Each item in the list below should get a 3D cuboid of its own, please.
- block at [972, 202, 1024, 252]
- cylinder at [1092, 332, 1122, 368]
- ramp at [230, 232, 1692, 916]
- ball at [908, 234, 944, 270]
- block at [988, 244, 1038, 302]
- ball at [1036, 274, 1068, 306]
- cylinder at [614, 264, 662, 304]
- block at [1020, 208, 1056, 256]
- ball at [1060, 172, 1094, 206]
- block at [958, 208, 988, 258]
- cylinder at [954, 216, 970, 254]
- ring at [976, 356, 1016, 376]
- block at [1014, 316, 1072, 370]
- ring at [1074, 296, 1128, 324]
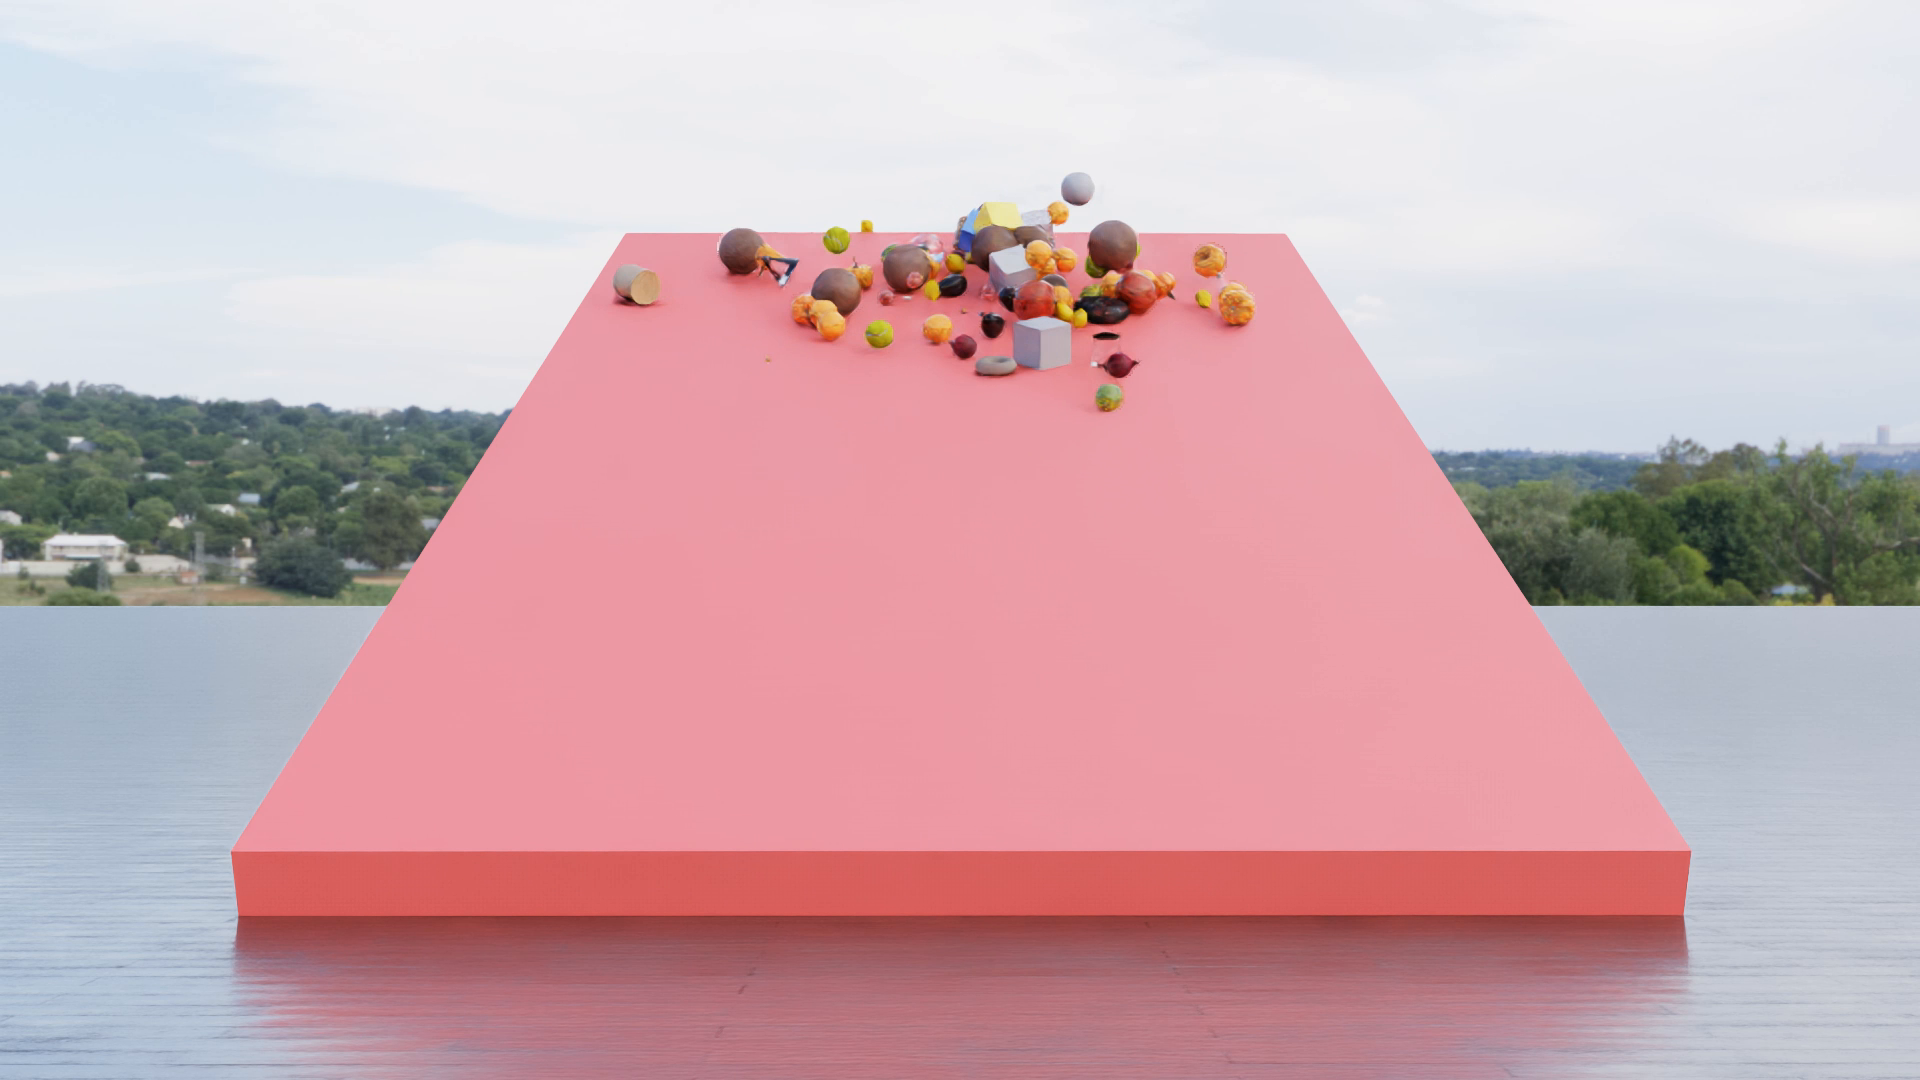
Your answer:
[{"bbox_3d":[0.107,-0.870,6.294,0.097,0.097,0.097,0,-37,-25],"label":"block"},{"bbox_3d":[0.352,-0.456,5.444,0.070,0.070,0.070,0,20,0],"label":"cylinder"},{"bbox_3d":[-0.005,-0.205,4.998,2.000,0.100,4.000,0,20,0],"label":"ramp"},{"bbox_3d":[-0.094,-0.811,6.360,0.099,0.099,0.099,0,-2,0],"label":"ball"},{"bbox_3d":[0.141,-0.712,6.048,0.095,0.095,0.095,-18,-40,-19],"label":"block"},{"bbox_3d":[0.244,-0.656,5.949,0.086,0.086,0.086,0,-2,0],"label":"ball"},{"bbox_3d":[-0.859,-0.681,6.024,0.093,0.093,0.093,1,16,-40],"label":"cylinder"},{"bbox_3d":[0.220,-0.893,6.571,0.093,0.093,0.093,-11,35,-1],"label":"block"},{"bbox_3d":[0.312,-0.931,6.000,0.090,0.090,0.090,0,-2,0],"label":"ball"},{"bbox_3d":[0.053,-0.870,6.427,0.084,0.084,0.084,23,-32,5],"label":"block"},{"bbox_3d":[0.029,-0.883,6.560,0.083,0.083,0.083,11,-11,2],"label":"cylinder"},{"bbox_3d":[0.085,-0.414,5.383,0.097,0.032,0.097,0,21,0],"label":"ring"},{"bbox_3d":[0.198,-0.474,5.450,0.100,0.100,0.100,-15,25,-36],"label":"block"},{"bbox_3d":[0.365,-0.595,5.859,0.143,0.048,0.143,4,22,-2],"label":"ring"}]
